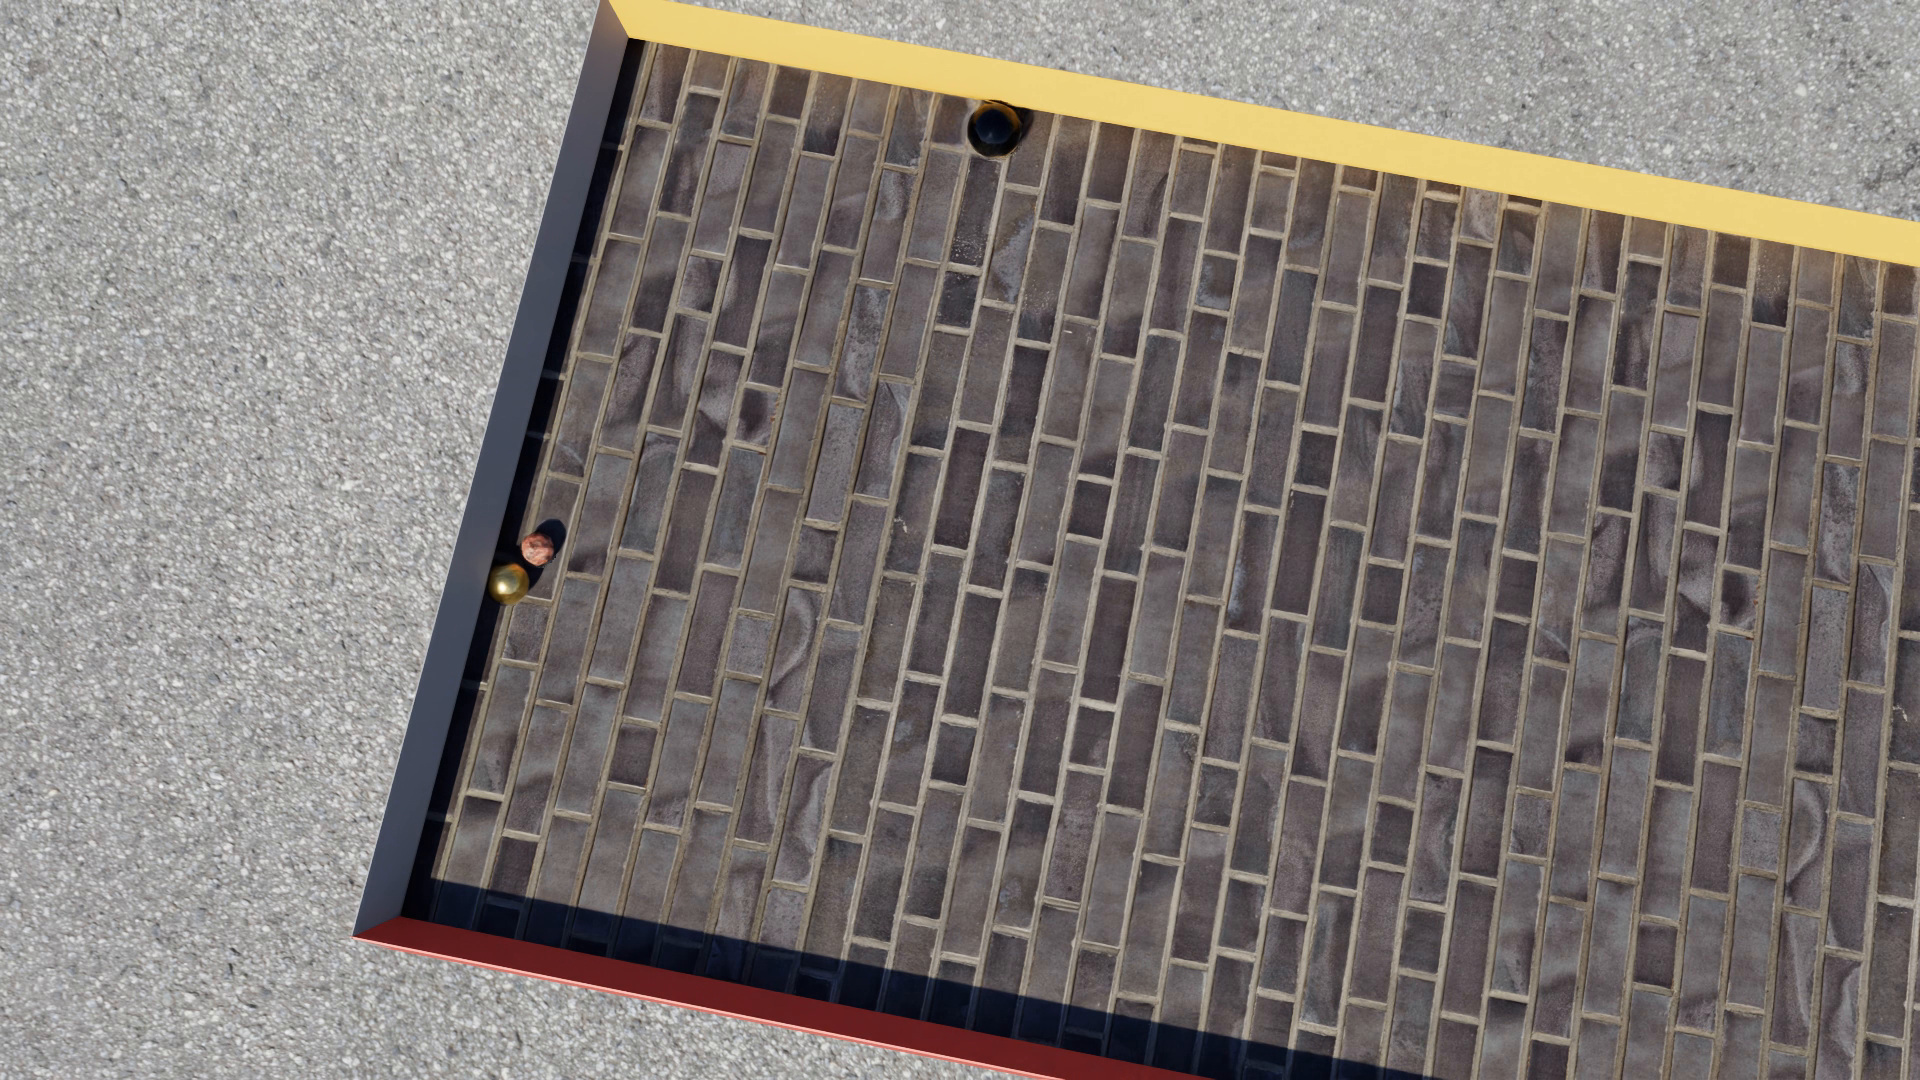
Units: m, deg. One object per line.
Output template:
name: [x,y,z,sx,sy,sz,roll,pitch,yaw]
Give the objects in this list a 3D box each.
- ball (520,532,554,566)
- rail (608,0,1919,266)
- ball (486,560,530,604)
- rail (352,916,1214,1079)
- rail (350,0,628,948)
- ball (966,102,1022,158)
ball: [-0.645,0.013,3.359,0.050,0.050,0.050,0,75,0]
rail: [0.860,-0.572,3.485,2.927,0.115,0.045,11,75,3]
ball: [-0.687,0.064,3.338,0.065,0.065,0.065,0,75,0]
rail: [0.576,0.827,3.102,2.927,0.115,0.045,11,75,3]
rail: [-0.695,-0.139,3.366,0.045,0.115,1.526,11,75,3]
ball: [0.055,-0.656,3.522,0.088,0.088,0.088,0,75,0]
